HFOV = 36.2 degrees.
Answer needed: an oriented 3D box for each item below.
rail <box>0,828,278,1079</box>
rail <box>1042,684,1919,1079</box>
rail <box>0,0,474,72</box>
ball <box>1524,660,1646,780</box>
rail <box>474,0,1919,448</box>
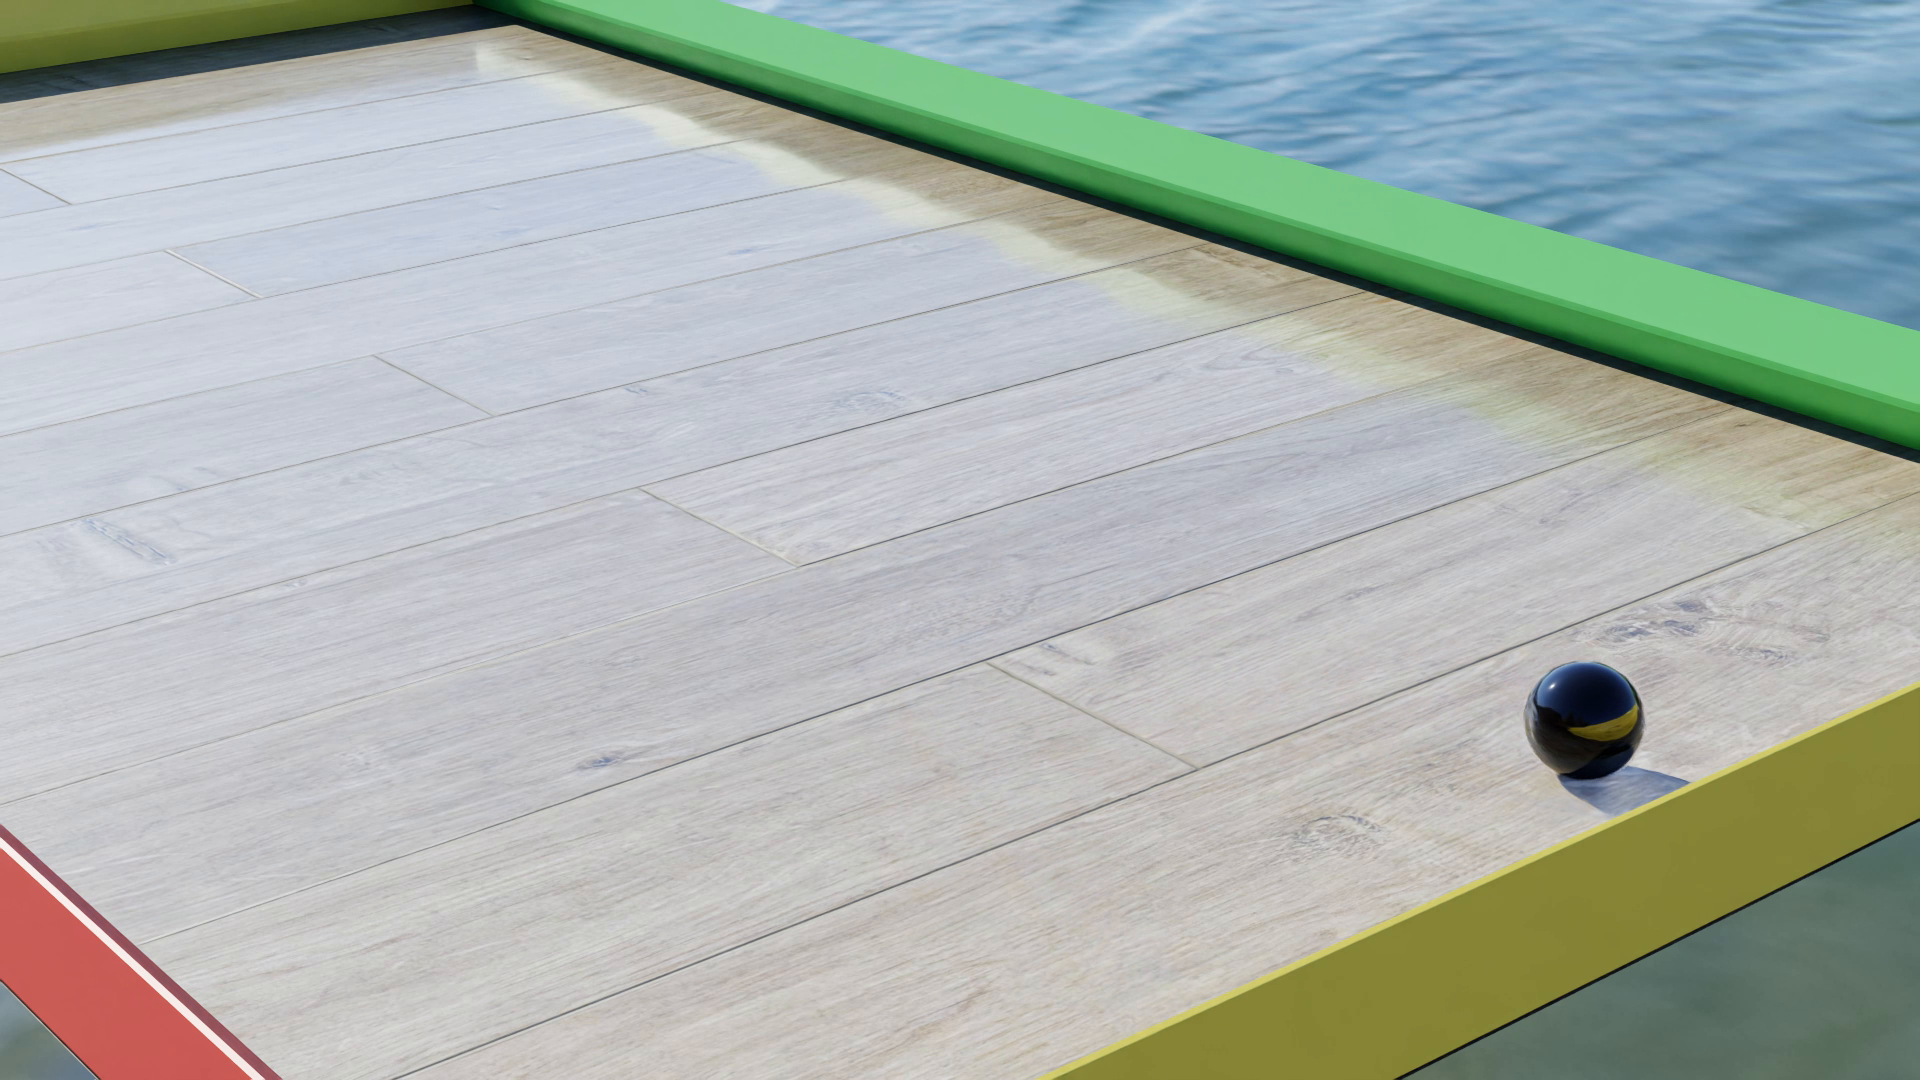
[{"bbox_3d":[-1.176,-0.043,2.535,0.045,0.113,3.131,-17,27,-36],"label":"rail"},{"bbox_3d":[0.479,0.196,1.940,1.806,0.113,0.045,-17,27,-36],"label":"rail"},{"bbox_3d":[-1.467,-0.696,4.160,1.806,0.113,0.045,-17,27,-36],"label":"rail"},{"bbox_3d":[0.454,0.131,2.140,0.087,0.087,0.087,0,22,0],"label":"ball"},{"bbox_3d":[0.189,-0.457,3.565,0.045,0.113,3.131,-17,27,-36],"label":"rail"}]
